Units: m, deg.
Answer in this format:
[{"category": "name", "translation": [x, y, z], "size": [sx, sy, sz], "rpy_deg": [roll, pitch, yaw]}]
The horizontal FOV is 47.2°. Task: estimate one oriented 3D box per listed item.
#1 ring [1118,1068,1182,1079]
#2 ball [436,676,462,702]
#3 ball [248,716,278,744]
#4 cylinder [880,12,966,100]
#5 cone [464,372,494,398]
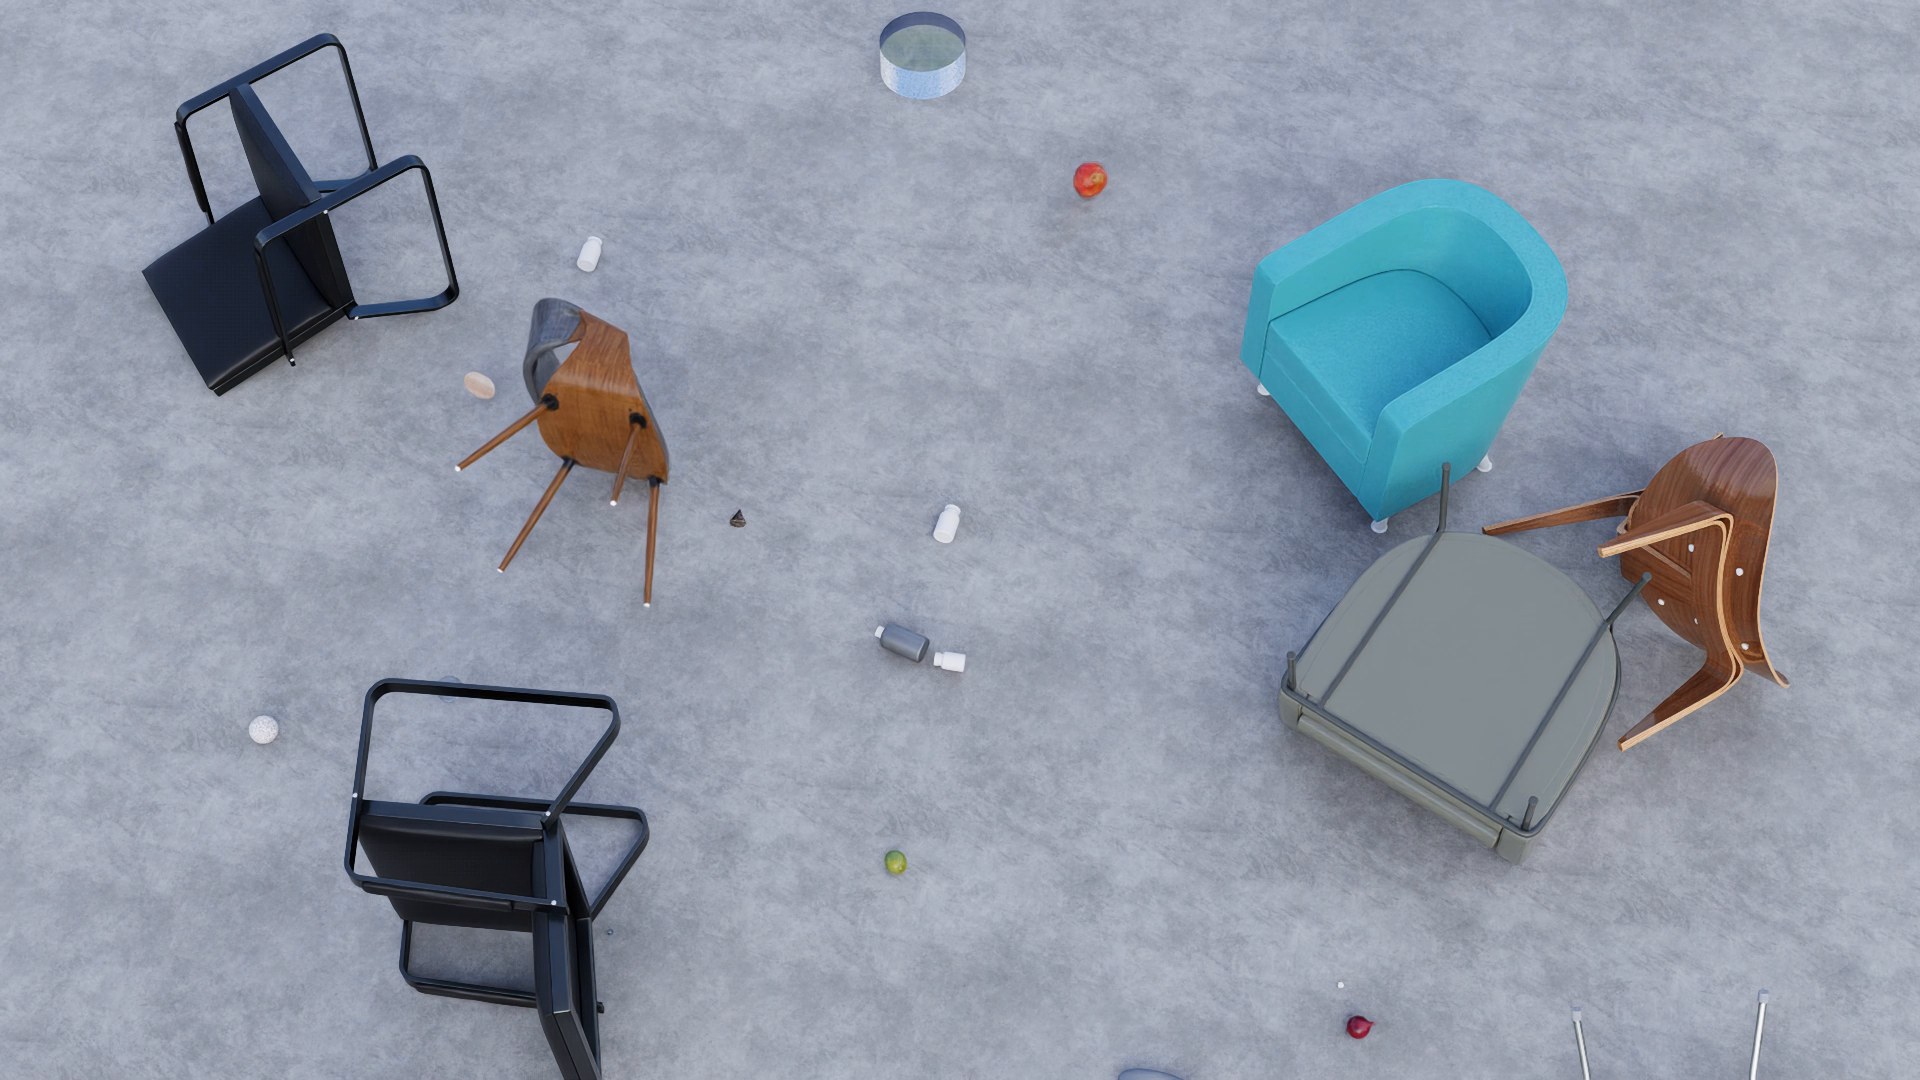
[{"category": "ring", "translation": [0.527, 1.414, 5.602], "size": [0.264, 0.039, 0.108], "rpy_deg": [18, 59, 11]}, {"category": "ball", "translation": [-1.450, 0.422, 6.245], "size": [0.075, 0.075, 0.075], "rpy_deg": [0, 56, 0]}, {"category": "ball", "translation": [-1.953, 0.532, 6.169], "size": [0.080, 0.080, 0.080], "rpy_deg": [0, 56, 0]}, {"category": "cylinder", "translation": [-0.129, -1.681, 7.624], "size": [0.300, 0.129, 0.295], "rpy_deg": [-27, 60, -17]}, {"category": "cone", "translation": [-1.489, -0.486, 6.882], "size": [0.122, 0.077, 0.047], "rpy_deg": [25, 20, 20]}]
